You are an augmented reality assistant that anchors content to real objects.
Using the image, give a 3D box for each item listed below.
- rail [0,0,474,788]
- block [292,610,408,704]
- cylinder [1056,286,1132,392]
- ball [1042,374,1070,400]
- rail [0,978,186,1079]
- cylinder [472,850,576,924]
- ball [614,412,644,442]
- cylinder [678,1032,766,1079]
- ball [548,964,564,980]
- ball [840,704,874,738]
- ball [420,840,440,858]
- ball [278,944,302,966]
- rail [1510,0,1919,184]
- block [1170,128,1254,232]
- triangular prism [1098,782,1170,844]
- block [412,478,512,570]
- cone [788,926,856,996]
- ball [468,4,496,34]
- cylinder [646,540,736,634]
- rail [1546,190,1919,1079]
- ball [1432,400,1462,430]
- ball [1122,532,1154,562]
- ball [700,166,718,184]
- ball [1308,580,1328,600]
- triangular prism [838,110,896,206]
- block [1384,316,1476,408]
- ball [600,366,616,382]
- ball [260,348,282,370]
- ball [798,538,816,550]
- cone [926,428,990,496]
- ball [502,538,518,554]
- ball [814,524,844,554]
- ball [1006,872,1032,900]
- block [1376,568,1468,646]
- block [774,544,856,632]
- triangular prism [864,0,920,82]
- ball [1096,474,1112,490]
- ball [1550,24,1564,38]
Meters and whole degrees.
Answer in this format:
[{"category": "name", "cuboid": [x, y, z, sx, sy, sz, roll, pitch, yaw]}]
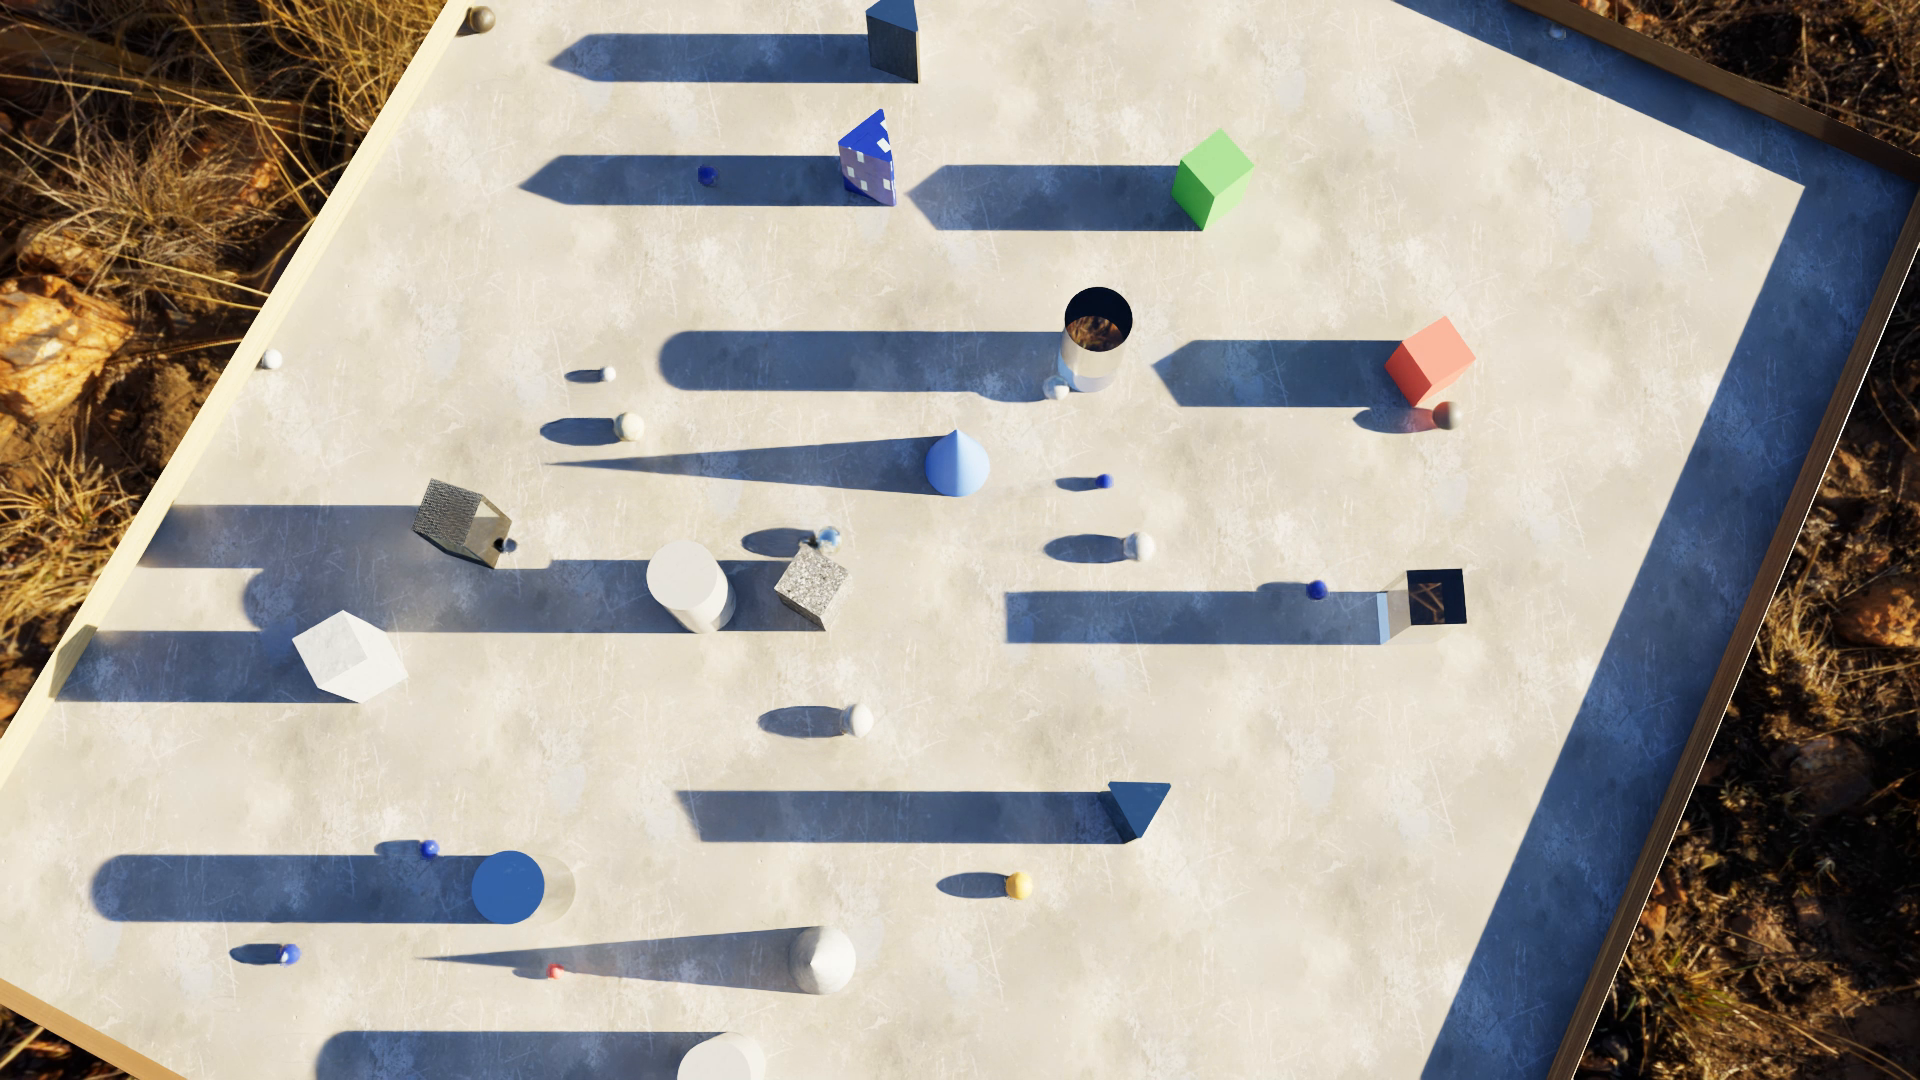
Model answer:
[{"category": "rail", "cuboid": [-1.985, -0.965, 5.749, 0.045, 0.130, 4.865, 26, 80, 5]}, {"category": "block", "cuboid": [-1.773, 0.345, 5.348, 0.160, 0.386, 0.160, -30, 80, -6]}, {"category": "cylinder", "cuboid": [0.403, -0.599, 5.527, 0.200, 0.418, 0.200, 0, 78, 0]}, {"category": "ball", "cuboid": [0.297, -0.472, 5.673, 0.081, 0.081, 0.081, 0, 78, 0]}, {"category": "rail", "cuboid": [-1.077, 2.116, 5.111, 4.485, 0.130, 0.045, 26, 80, 5]}, {"category": "cylinder", "cuboid": [-1.233, 0.989, 5.201, 0.200, 0.413, 0.200, 0, 78, 0]}, {"category": "ball", "cuboid": [-1.018, -0.347, 5.640, 0.095, 0.095, 0.095, 0, 78, 0]}, {"category": "cylinder", "cuboid": [-0.662, 1.488, 5.119, 0.200, 0.370, 0.200, 0, 78, 0]}, {"category": "ball", "cuboid": [-1.175, 1.256, 5.334, 0.045, 0.045, 0.045, 0, 78, 0]}, {"category": "ball", "cuboid": [-0.307, 0.537, 5.454, 0.100, 0.100, 0.100, 0, 78, 0]}, {"category": "ball", "cuboid": [-1.563, 0.910, 5.399, 0.058, 0.058, 0.058, 0, 78, 0]}, {"category": "ball", "cuboid": [-1.951, 1.206, 5.335, 0.063, 0.063, 0.063, 0, 78, 0]}, {"category": "rail", "cuboid": [1.077, -2.103, 5.985, 4.485, 0.130, 0.045, 26, 80, 5]}, {"category": "block", "cuboid": [0.783, -1.118, 5.704, 0.160, 0.283, 0.160, -39, 81, -7]}, {"category": "triangular prism", "cuboid": [0.473, 0.750, 5.247, 0.150, 0.420, 0.173, 31, 80, 6]}, {"category": "block", "cuboid": [-1.475, -0.044, 5.443, 0.160, 0.358, 0.160, 18, 79, 4]}, {"category": "cone", "cuboid": [-0.405, 1.189, 5.165, 0.200, 0.403, 0.200, 0, 78, 0]}, {"category": "ball", "cuboid": [-1.545, -1.683, 5.920, 0.089, 0.089, 0.089, 0, 78, 0]}, {"category": "cylinder", "cuboid": [-0.781, 0.142, 5.364, 0.200, 0.438, 0.200, 0, 78, 0]}, {"category": "rail", "cuboid": [1.985, 0.979, 5.347, 0.045, 0.130, 4.865, 26, 80, 5]}, {"category": "ball", "cuboid": [1.502, -0.383, 5.649, 0.092, 0.092, 0.092, 0, 78, 0]}, {"category": "ball", "cuboid": [0.541, 0.020, 5.565, 0.094, 0.094, 0.094, 0, 78, 0]}, {"category": "ball", "cuboid": [-0.798, -1.160, 5.826, 0.060, 0.060, 0.060, 0, 78, 0]}, {"category": "ball", "cuboid": [1.084, 0.150, 5.554, 0.061, 0.061, 0.061, 0, 78, 0]}, {"category": "triangular prism", "cuboid": [-0.261, -1.198, 5.686, 0.173, 0.349, 0.150, 19, 79, 4]}, {"category": "block", "cuboid": [1.435, -0.543, 5.605, 0.160, 0.244, 0.160, -31, 80, -6]}, {"category": "ball", "cuboid": [-1.095, -0.516, 5.700, 0.047, 0.047, 0.047, 0, 78, 0]}, {"category": "ball", "cuboid": [-2.141, -0.563, 5.700, 0.064, 0.064, 0.064, 0, 78, 0]}, {"category": "ball", "cuboid": [-0.466, 0.020, 5.585, 0.055, 0.055, 0.055, 0, 78, 0]}, {"category": "cone", "cuboid": [-0.009, -0.274, 5.451, 0.200, 0.436, 0.200, 0, 78, 0]}, {"category": "ball", "cuboid": [-1.373, 0.018, 5.589, 0.046, 0.046, 0.046, 0, 78, 0]}, {"category": "ball", "cuboid": [-0.397, 0.000, 5.570, 0.091, 0.091, 0.091, 0, 78, 0]}, {"category": "ball", "cuboid": [0.173, 1.013, 5.366, 0.079, 0.079, 0.079, 0, 78, 0]}, {"category": "block", "cuboid": [1.352, 0.200, 5.381, 0.160, 0.380, 0.160, -2, 78, 0]}, {"category": "block", "cuboid": [-0.429, 0.143, 5.451, 0.160, 0.265, 0.160, 32, 80, 6]}, {"category": "triangular prism", "cuboid": [-0.182, -1.612, 5.772, 0.173, 0.350, 0.150, 21, 79, 4]}, {"category": "ball", "cuboid": [0.441, -0.179, 5.629, 0.049, 0.049, 0.049, 0, 78, 0]}, {"category": "ball", "cuboid": [1.933, -1.647, 5.934, 0.045, 0.045, 0.045, 0, 78, 0]}]
